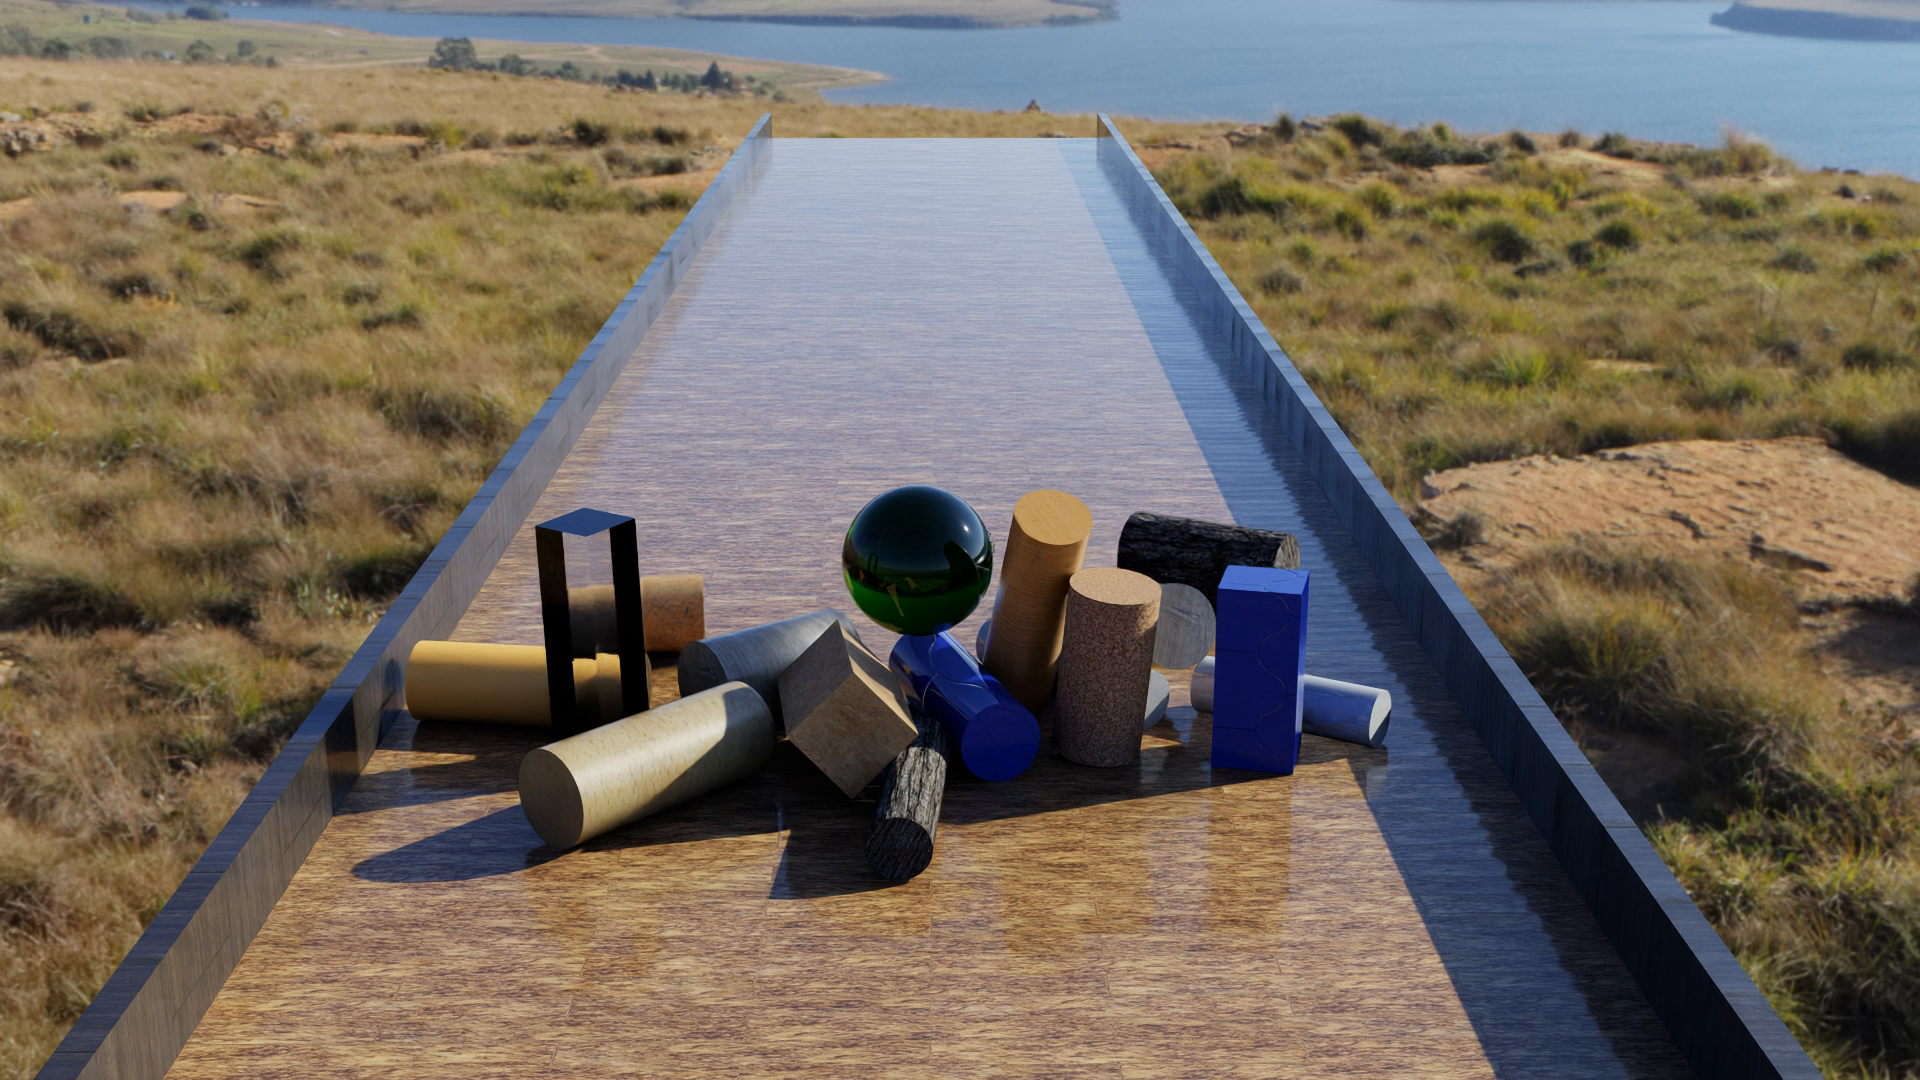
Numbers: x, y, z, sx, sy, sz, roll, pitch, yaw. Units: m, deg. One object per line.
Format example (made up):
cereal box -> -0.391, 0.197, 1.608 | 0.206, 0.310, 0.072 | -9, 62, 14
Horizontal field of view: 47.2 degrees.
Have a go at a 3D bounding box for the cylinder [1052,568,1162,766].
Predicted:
cylinder -> 0.257, 0.224, 3.890 | 0.161, 0.314, 0.161 | 5, 22, -2

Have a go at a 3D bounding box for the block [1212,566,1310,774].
block -> 0.530, 0.227, 3.882 | 0.144, 0.330, 0.144 | 4, 16, 13

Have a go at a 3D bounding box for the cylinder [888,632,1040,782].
cylinder -> 0.002, 0.291, 3.993 | 0.146, 0.146, 0.431 | -6, 17, -18

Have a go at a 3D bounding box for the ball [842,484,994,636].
ball -> -0.079, 0.037, 4.097 | 0.284, 0.284, 0.284 | 0, 17, 0

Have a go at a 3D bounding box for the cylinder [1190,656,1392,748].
cylinder -> 0.606, 0.295, 4.047 | 0.353, 0.107, 0.107 | 10, 19, 30

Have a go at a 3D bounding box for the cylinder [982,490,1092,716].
cylinder -> 0.132, 0.122, 3.995 | 0.139, 0.457, 0.139 | 6, 44, -5

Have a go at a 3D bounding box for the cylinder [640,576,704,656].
cylinder -> -0.669, 0.155, 4.428 | 0.306, 0.159, 0.159 | -2, 17, -6

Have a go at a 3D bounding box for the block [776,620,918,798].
block -> -0.201, 0.287, 3.823 | 0.155, 0.155, 0.372 | -44, 13, 3

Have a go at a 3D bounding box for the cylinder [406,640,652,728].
cylinder -> -0.794, 0.269, 4.061 | 0.422, 0.148, 0.148 | 2, 17, 8

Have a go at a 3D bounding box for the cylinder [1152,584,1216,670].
cylinder -> 0.350, 0.167, 4.231 | 0.161, 0.161, 0.312 | -6, 0, -20

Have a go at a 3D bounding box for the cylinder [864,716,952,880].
cylinder -> -0.082, 0.419, 3.631 | 0.107, 0.107, 0.434 | 1, 17, 3

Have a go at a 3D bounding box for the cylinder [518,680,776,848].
cylinder -> -0.518, 0.371, 3.683 | 0.168, 0.168, 0.420 | 14, 22, 40

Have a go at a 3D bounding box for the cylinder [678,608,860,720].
cylinder -> -0.349, 0.245, 4.090 | 0.300, 0.179, 0.179 | -13, 21, -37

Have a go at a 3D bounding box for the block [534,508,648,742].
block -> -0.638, 0.179, 3.842 | 0.121, 0.442, 0.121 | 11, 22, 33

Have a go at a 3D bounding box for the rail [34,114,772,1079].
rail -> -1.118, -0.838, 7.780 | 0.050, 0.150, 12.000 | 0, 17, -1

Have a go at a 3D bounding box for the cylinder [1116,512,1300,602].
cylinder -> 0.539, 0.046, 4.778 | 0.358, 0.167, 0.167 | 9, 19, 28

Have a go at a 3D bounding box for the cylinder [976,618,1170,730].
cylinder -> 0.210, 0.247, 4.203 | 0.110, 0.110, 0.431 | -13, 21, -37

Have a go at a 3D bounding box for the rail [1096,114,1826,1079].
rail -> 0.932, -0.844, 7.801 | 0.050, 0.150, 12.000 | 0, 17, -1
